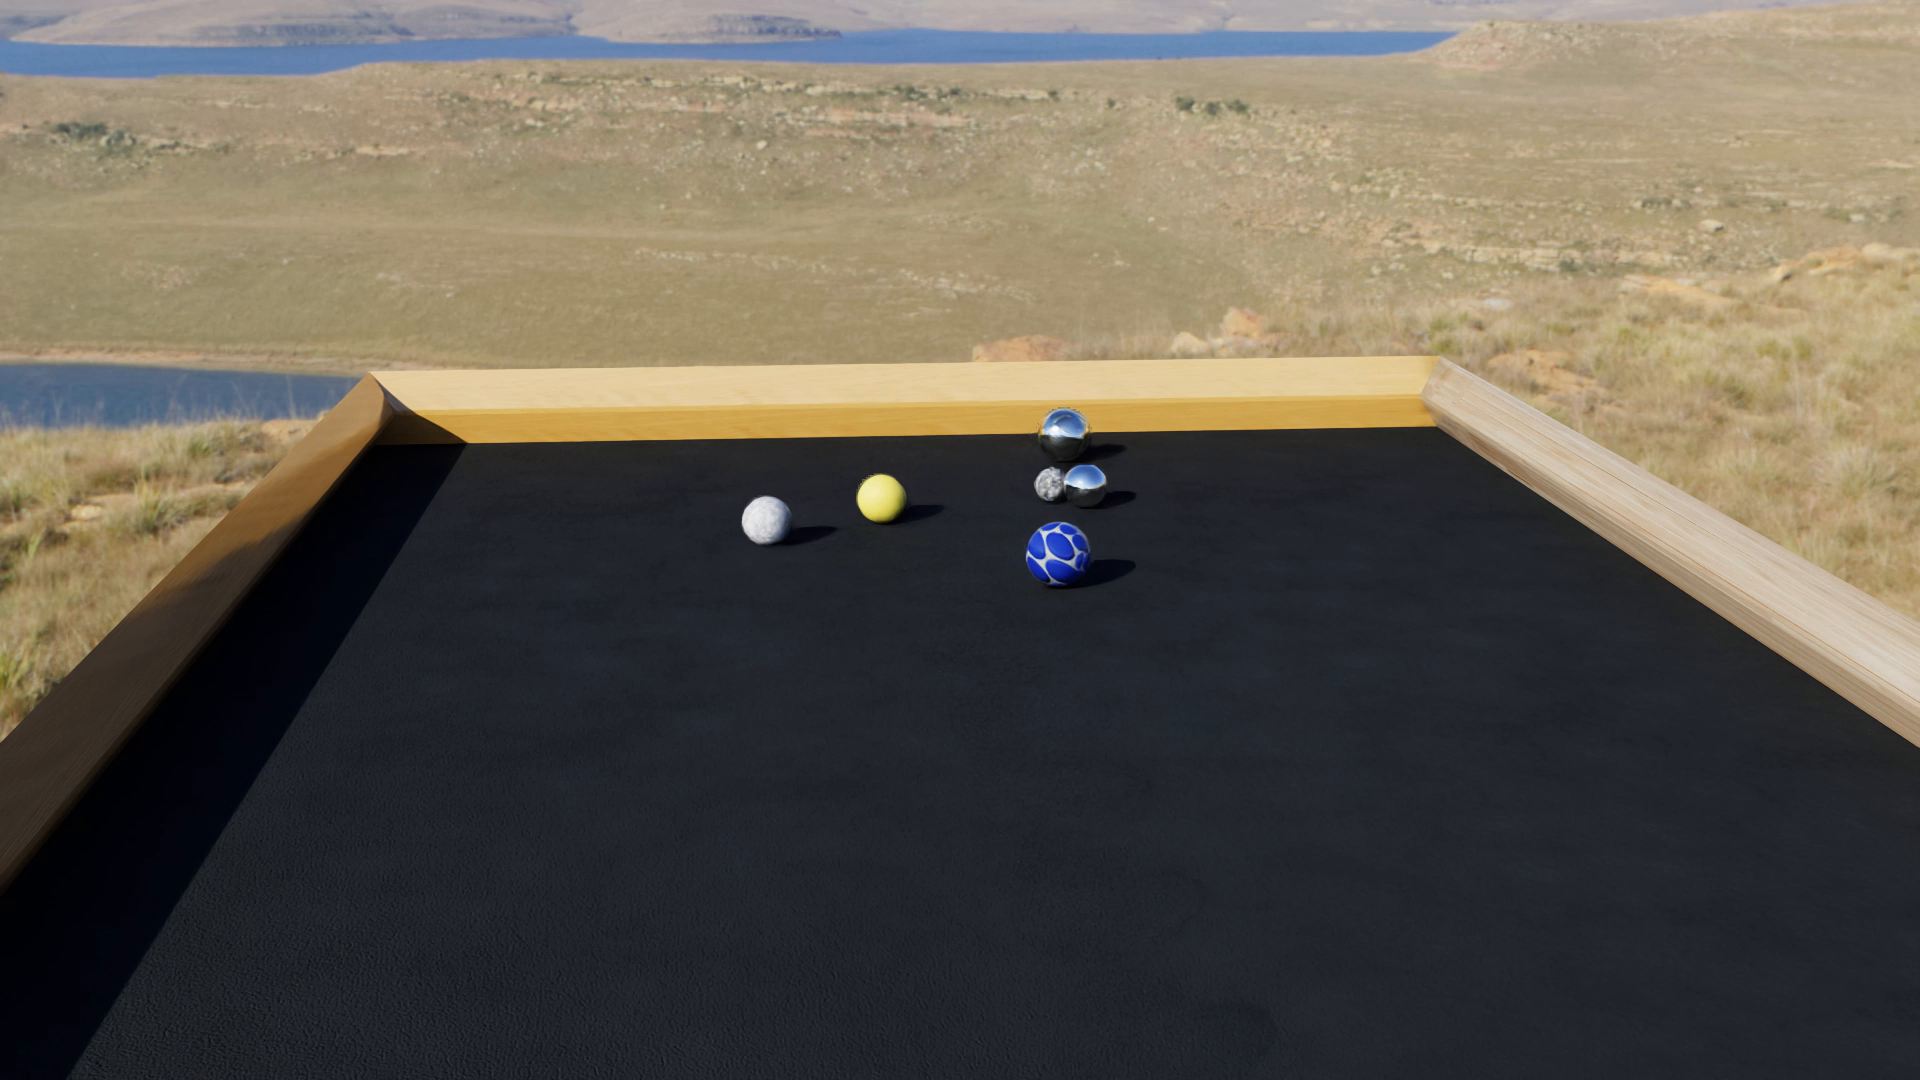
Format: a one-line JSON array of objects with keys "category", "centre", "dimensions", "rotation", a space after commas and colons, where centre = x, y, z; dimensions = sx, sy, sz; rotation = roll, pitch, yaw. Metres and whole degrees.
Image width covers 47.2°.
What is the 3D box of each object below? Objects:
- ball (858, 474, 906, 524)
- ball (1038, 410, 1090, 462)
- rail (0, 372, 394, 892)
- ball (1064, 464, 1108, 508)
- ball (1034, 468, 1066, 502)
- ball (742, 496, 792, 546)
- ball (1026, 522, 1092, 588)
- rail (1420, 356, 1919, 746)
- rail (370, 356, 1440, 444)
[{"category": "ball", "centre": [-0.109, -0.057, 3.067], "dimensions": [0.068, 0.068, 0.068], "rotation": [0, 14, 0]}, {"category": "ball", "centre": [0.164, -0.164, 3.457], "dimensions": [0.082, 0.082, 0.082], "rotation": [0, 14, 0]}, {"category": "rail", "centre": [-0.787, 0.201, 1.950], "dimensions": [0.045, 0.119, 3.369], "rotation": [-1, 14, -5]}, {"category": "ball", "centre": [0.180, -0.077, 3.153], "dimensions": [0.064, 0.064, 0.064], "rotation": [0, 14, 0]}, {"category": "ball", "centre": [0.133, -0.080, 3.193], "dimensions": [0.050, 0.050, 0.050], "rotation": [0, 14, 0]}, {"category": "ball", "centre": [-0.258, -0.025, 2.944], "dimensions": [0.067, 0.067, 0.067], "rotation": [0, 14, 0]}, {"category": "ball", "centre": [0.123, 0.018, 2.744], "dimensions": [0.082, 0.082, 0.082], "rotation": [0, 14, 0]}, {"category": "rail", "centre": [0.934, 0.164, 2.095], "dimensions": [0.045, 0.119, 3.369], "rotation": [-1, 14, -5]}, {"category": "rail", "centre": [-0.071, -0.228, 3.625], "dimensions": [1.775, 0.119, 0.045], "rotation": [-1, 14, -5]}]
